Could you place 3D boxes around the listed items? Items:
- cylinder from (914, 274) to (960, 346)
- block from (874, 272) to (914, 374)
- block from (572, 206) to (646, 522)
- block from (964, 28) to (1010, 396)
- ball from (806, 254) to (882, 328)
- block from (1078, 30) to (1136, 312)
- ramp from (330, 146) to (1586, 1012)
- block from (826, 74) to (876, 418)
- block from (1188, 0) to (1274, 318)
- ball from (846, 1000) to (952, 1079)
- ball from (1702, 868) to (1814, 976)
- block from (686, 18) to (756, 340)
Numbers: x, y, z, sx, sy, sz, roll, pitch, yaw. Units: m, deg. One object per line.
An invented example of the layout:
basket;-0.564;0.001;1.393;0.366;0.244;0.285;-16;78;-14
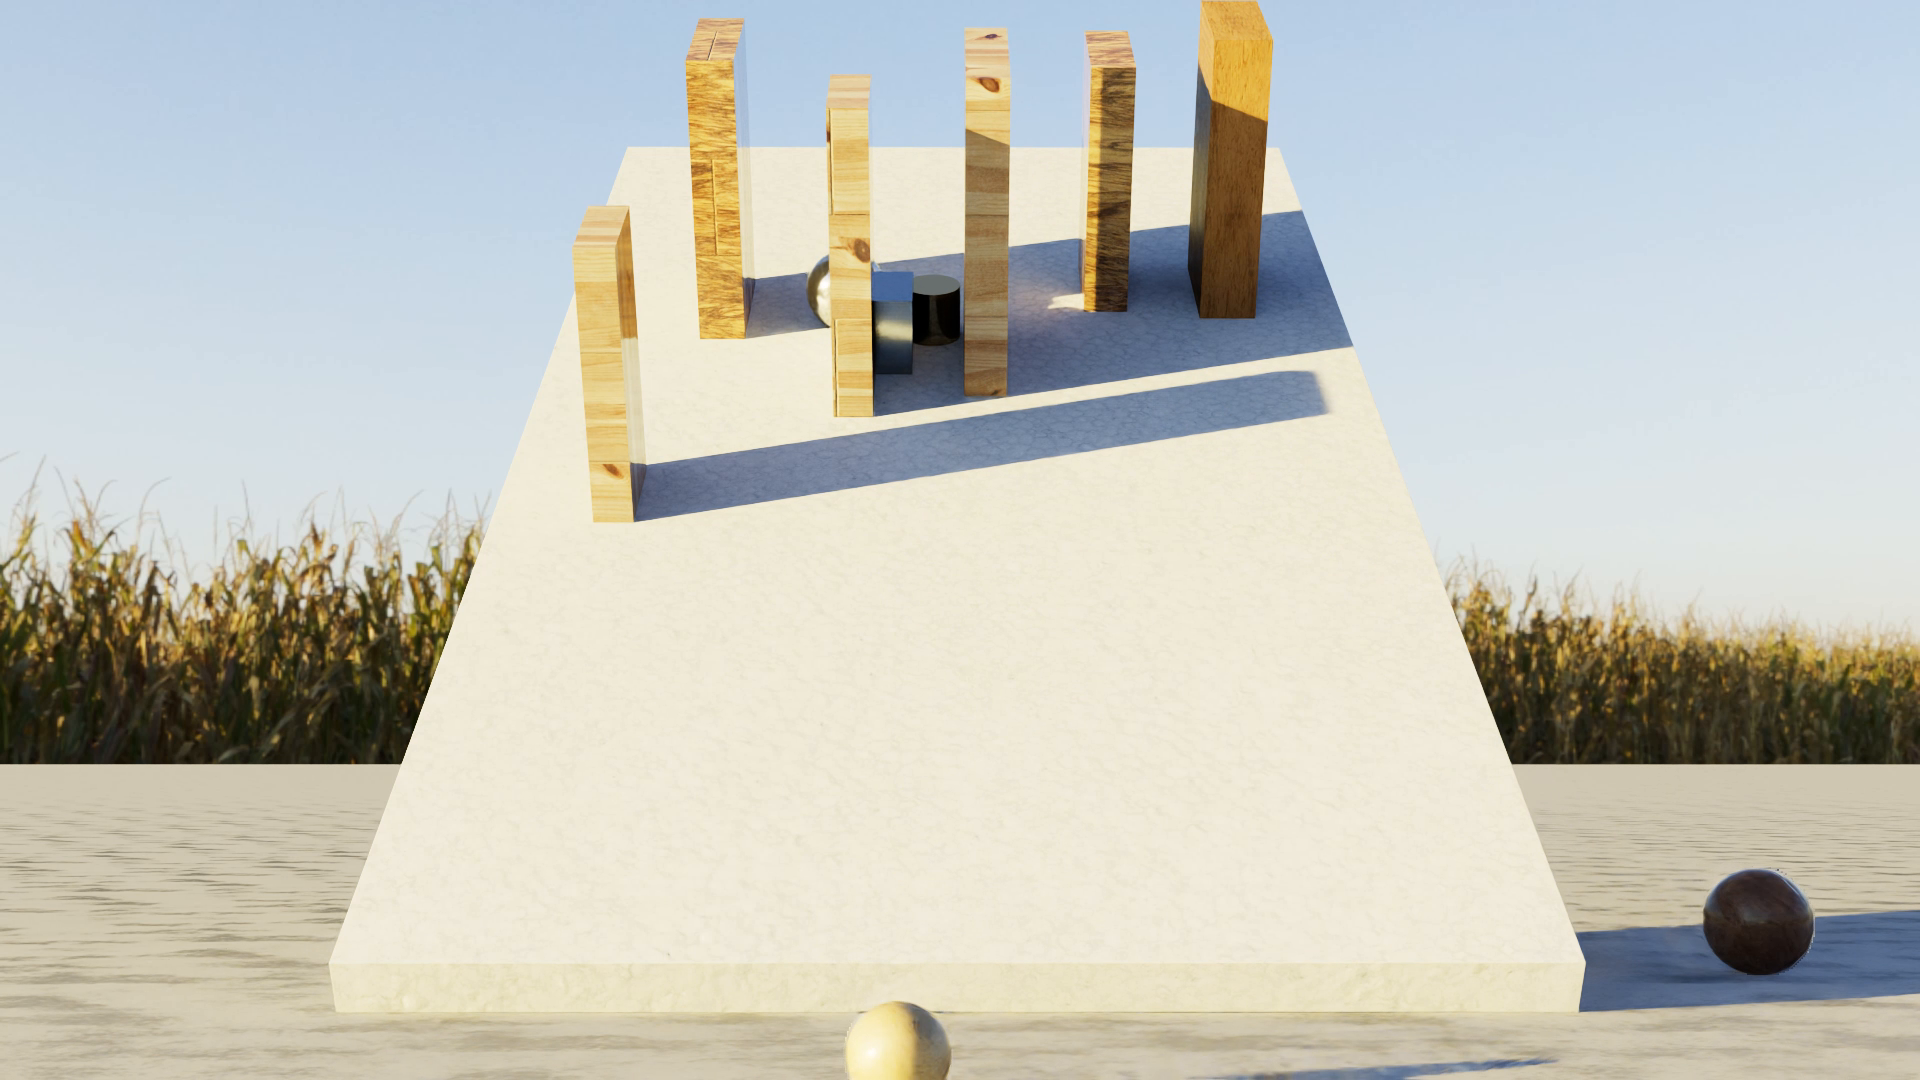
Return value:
cylinder;-0.068;-0.578;6.001;0.138;0.138;0.138;0;28;0
block;-0.212;-0.535;5.859;0.192;0.192;0.192;0;28;0
block;-0.744;-0.373;5.091;0.087;0.626;0.253;0;28;0
block;0.061;-0.783;5.702;0.101;0.781;0.409;0;28;0
ball;-0.287;-0.632;6.031;0.204;0.204;0.204;0;-5;0
block;0.377;-0.952;6.164;0.111;0.647;0.320;0;28;0
ramp;-0.011;-0.222;5.586;2.000;0.100;4.000;0;28;0
block;-0.250;-0.677;5.534;0.093;0.751;0.247;0;28;0
block;0.688;-0.975;6.121;0.142;0.730;0.357;0;28;0
ball;-0.072;0.603;2.794;0.124;0.124;0.124;0;-5;0
ball;1.510;0.722;4.515;0.200;0.200;0.200;0;-5;0
block;-0.598;-0.909;6.003;0.114;0.716;0.369;0;28;0
